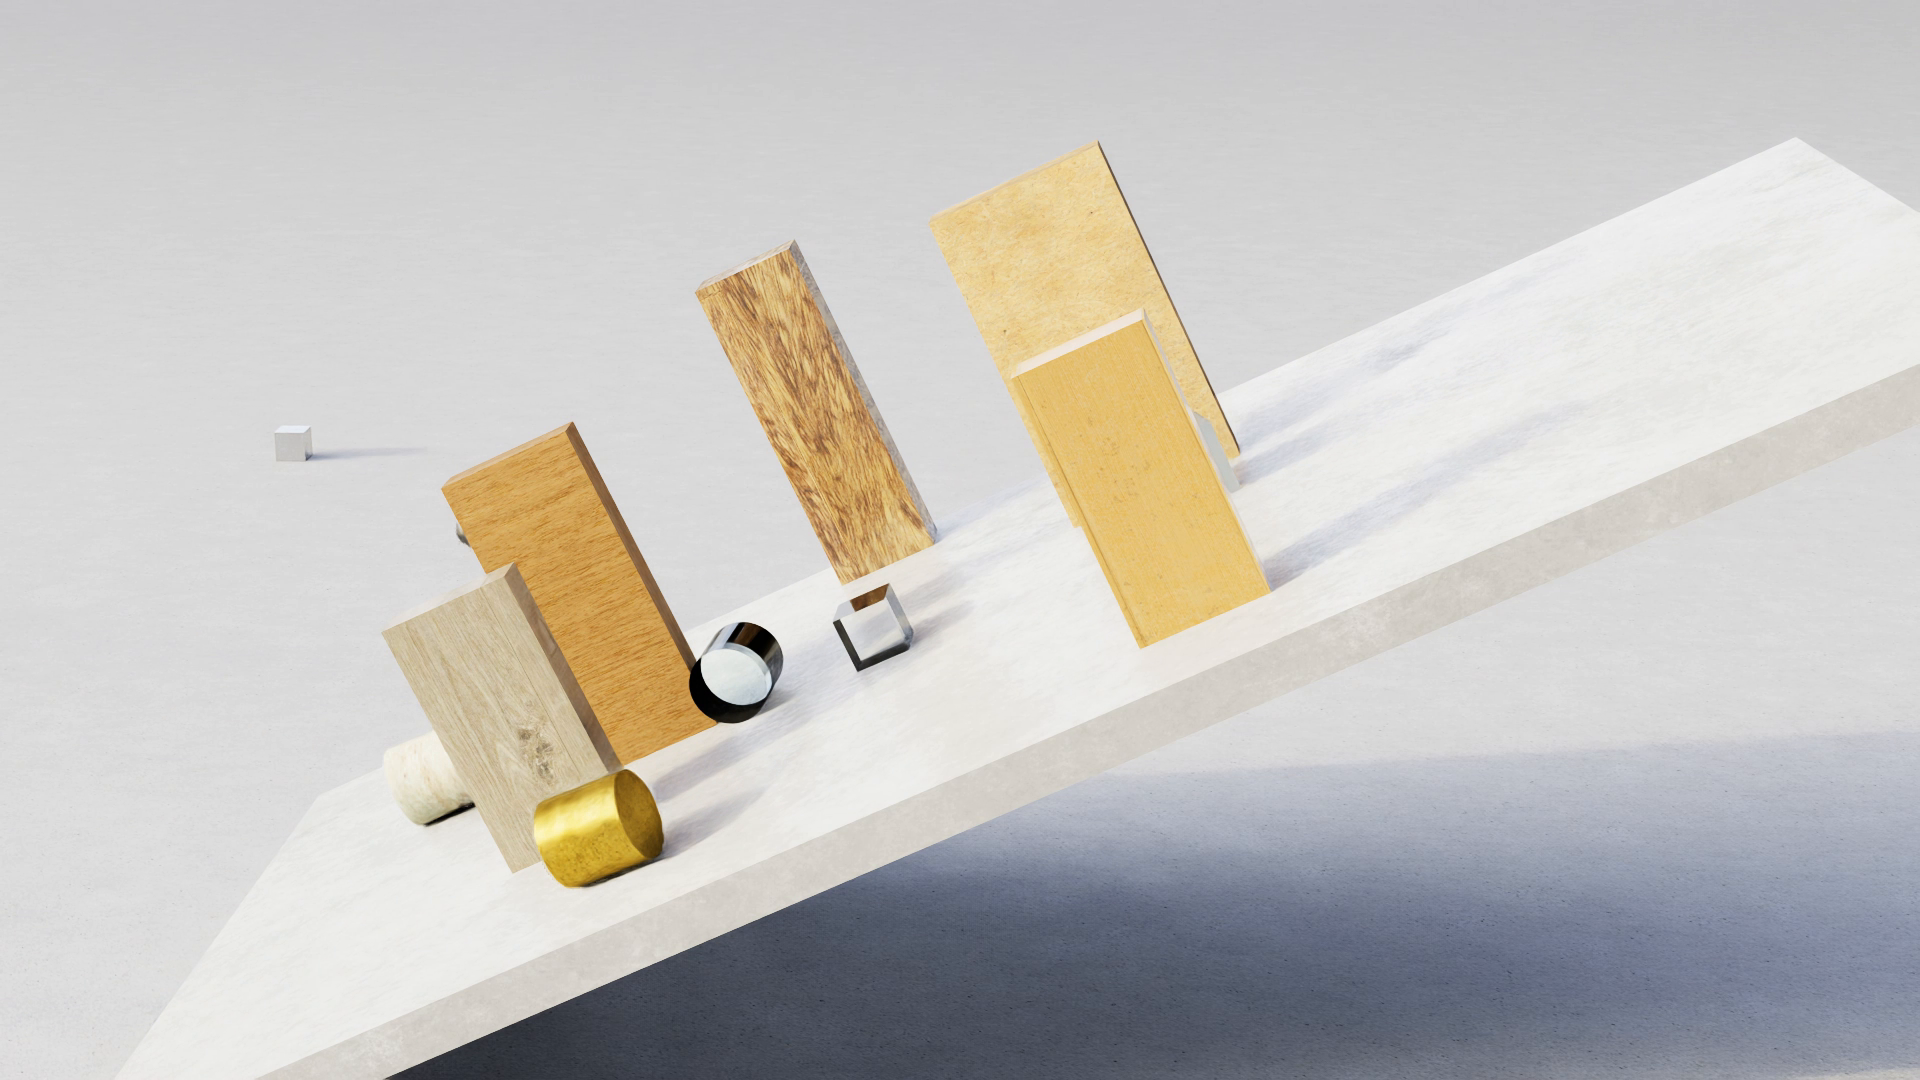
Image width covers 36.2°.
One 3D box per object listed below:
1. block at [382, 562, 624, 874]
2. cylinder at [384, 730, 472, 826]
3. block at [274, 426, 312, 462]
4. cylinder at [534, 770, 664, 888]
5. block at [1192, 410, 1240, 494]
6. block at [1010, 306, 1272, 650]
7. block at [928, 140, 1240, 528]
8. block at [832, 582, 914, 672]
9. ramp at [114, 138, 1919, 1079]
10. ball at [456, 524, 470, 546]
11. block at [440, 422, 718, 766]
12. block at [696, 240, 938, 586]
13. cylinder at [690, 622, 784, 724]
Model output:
[{"bbox_3d":[-0.914,0.366,6.019,0.282,0.573,0.108,-24,13,9],"label":"block"},{"bbox_3d":[-1.187,0.530,6.744,0.190,0.190,0.190,-24,13,9],"label":"cylinder"},{"bbox_3d":[-2.560,-0.371,11.299,0.114,0.114,0.114,1,16,2],"label":"block"},{"bbox_3d":[-0.703,0.562,5.724,0.182,0.182,0.182,-22,10,17],"label":"cylinder"},{"bbox_3d":[0.477,-0.160,6.321,0.165,0.165,0.165,-27,13,-3],"label":"block"},{"bbox_3d":[0.340,-0.114,5.500,0.269,0.574,0.108,-24,13,9],"label":"block"},{"bbox_3d":[0.279,-0.452,6.516,0.406,0.758,0.098,-24,13,9],"label":"block"},{"bbox_3d":[-0.186,0.187,6.324,0.123,0.123,0.123,-24,13,11],"label":"block"},{"bbox_3d":[0.136,0.169,6.282,4.000,0.100,2.000,-24,13,9],"label":"ramp"},{"bbox_3d":[-1.676,-0.034,10.110,0.113,0.113,0.113,0,16,0],"label":"ball"},{"bbox_3d":[-0.818,0.134,6.400,0.302,0.724,0.097,-24,13,9],"label":"block"},{"bbox_3d":[-0.339,-0.303,7.037,0.247,0.790,0.137,-24,13,9],"label":"block"},{"bbox_3d":[-0.485,0.288,6.396,0.172,0.172,0.172,2,19,8],"label":"cylinder"}]
